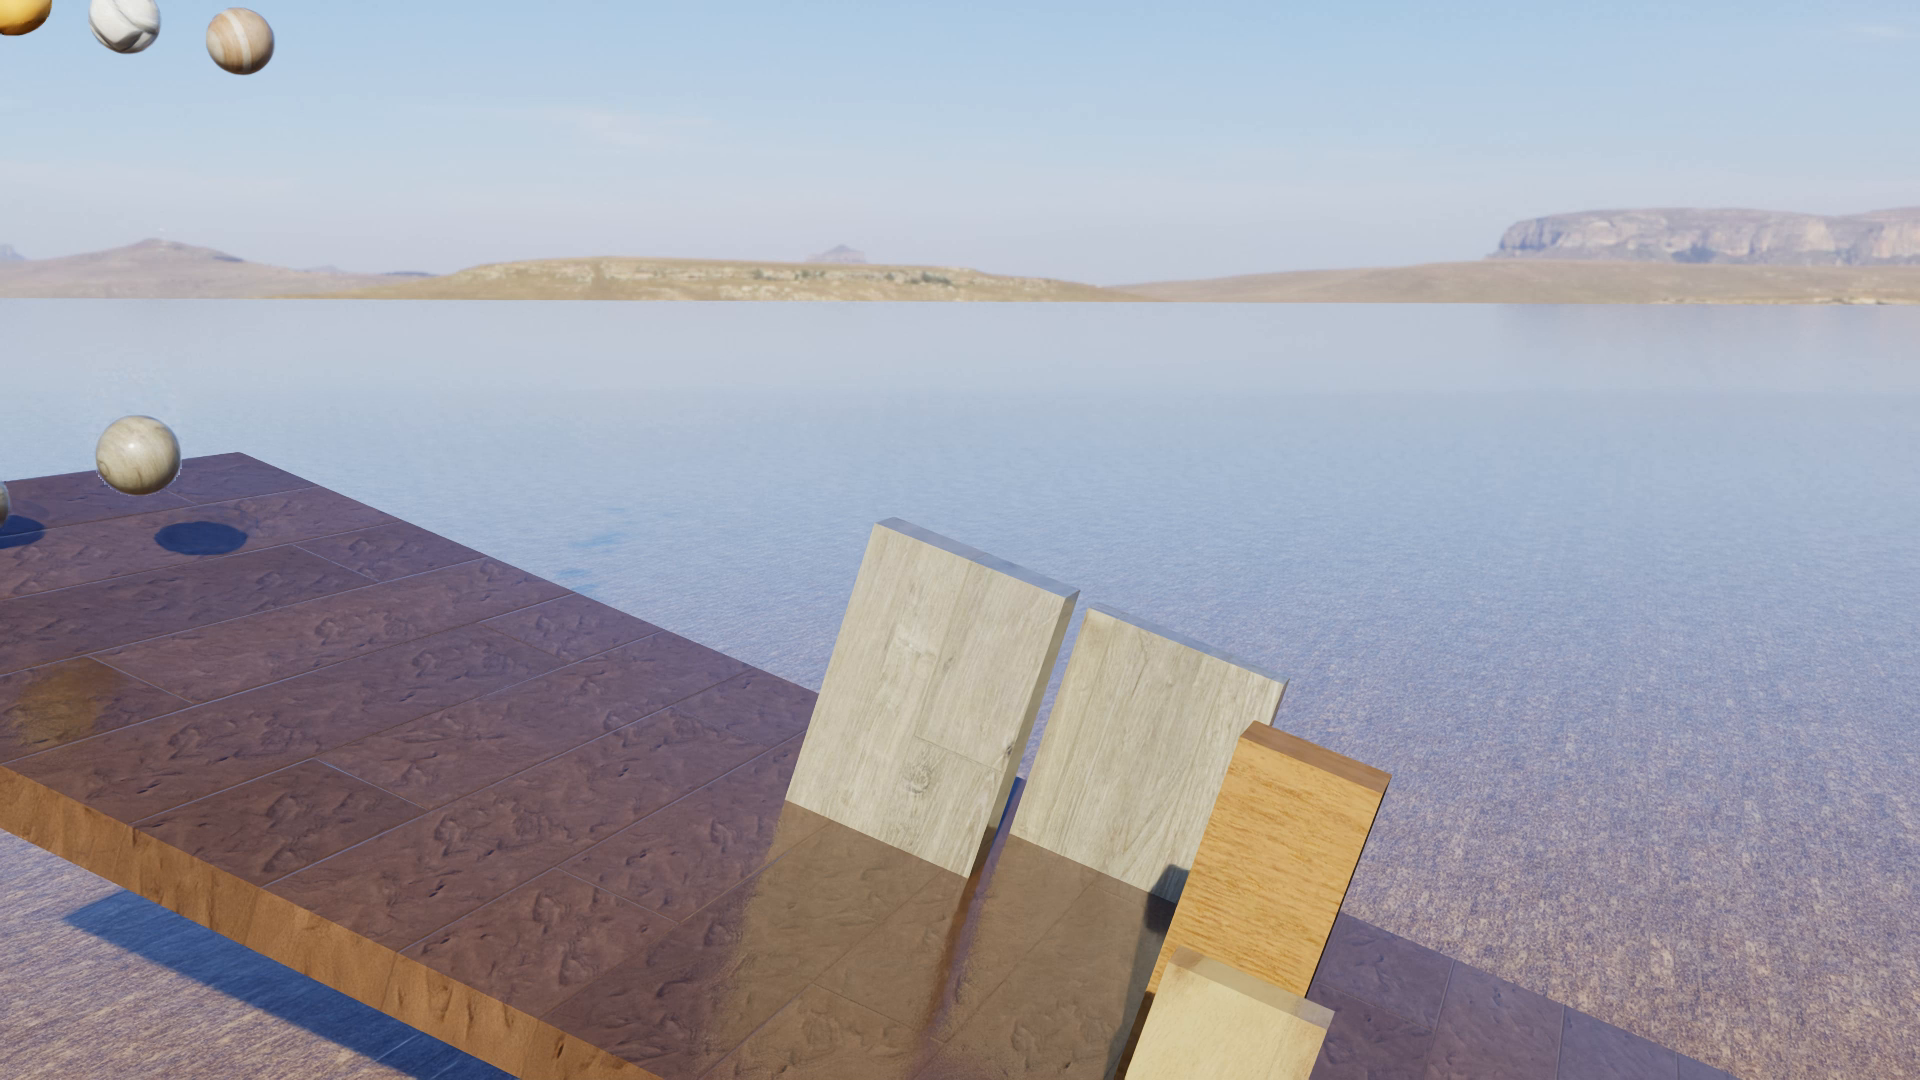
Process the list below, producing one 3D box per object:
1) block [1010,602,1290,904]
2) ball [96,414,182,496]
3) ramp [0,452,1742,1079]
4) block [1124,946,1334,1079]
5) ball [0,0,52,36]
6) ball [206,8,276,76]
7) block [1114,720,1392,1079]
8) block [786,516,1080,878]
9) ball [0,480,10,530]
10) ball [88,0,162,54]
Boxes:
[{"bbox_3d":[0.398,0.457,4.656,0.438,0.525,0.091,21,12,14],"label":"block"},{"bbox_3d":[-1.661,-0.172,4.447,0.164,0.164,0.164,0,7,0],"label":"ball"},{"bbox_3d":[-0.346,0.644,4.219,4.000,0.100,2.000,21,12,14],"label":"ramp"},{"bbox_3d":[0.358,0.831,3.214,0.243,0.404,0.084,21,12,14],"label":"block"},{"bbox_3d":[-1.932,-1.108,4.474,0.160,0.160,0.160,0,7,0],"label":"ball"},{"bbox_3d":[-1.538,-1.066,4.700,0.142,0.142,0.142,0,7,0],"label":"ball"},{"bbox_3d":[0.476,0.649,3.615,0.240,0.648,0.141,21,12,14],"label":"block"},{"bbox_3d":[-0.058,0.313,4.424,0.412,0.606,0.122,21,12,14],"label":"block"},{"bbox_3d":[-1.971,-0.071,4.362,0.161,0.161,0.161,0,7,0],"label":"ball"},{"bbox_3d":[-1.819,-1.135,4.789,0.151,0.151,0.151,0,7,0],"label":"ball"}]
